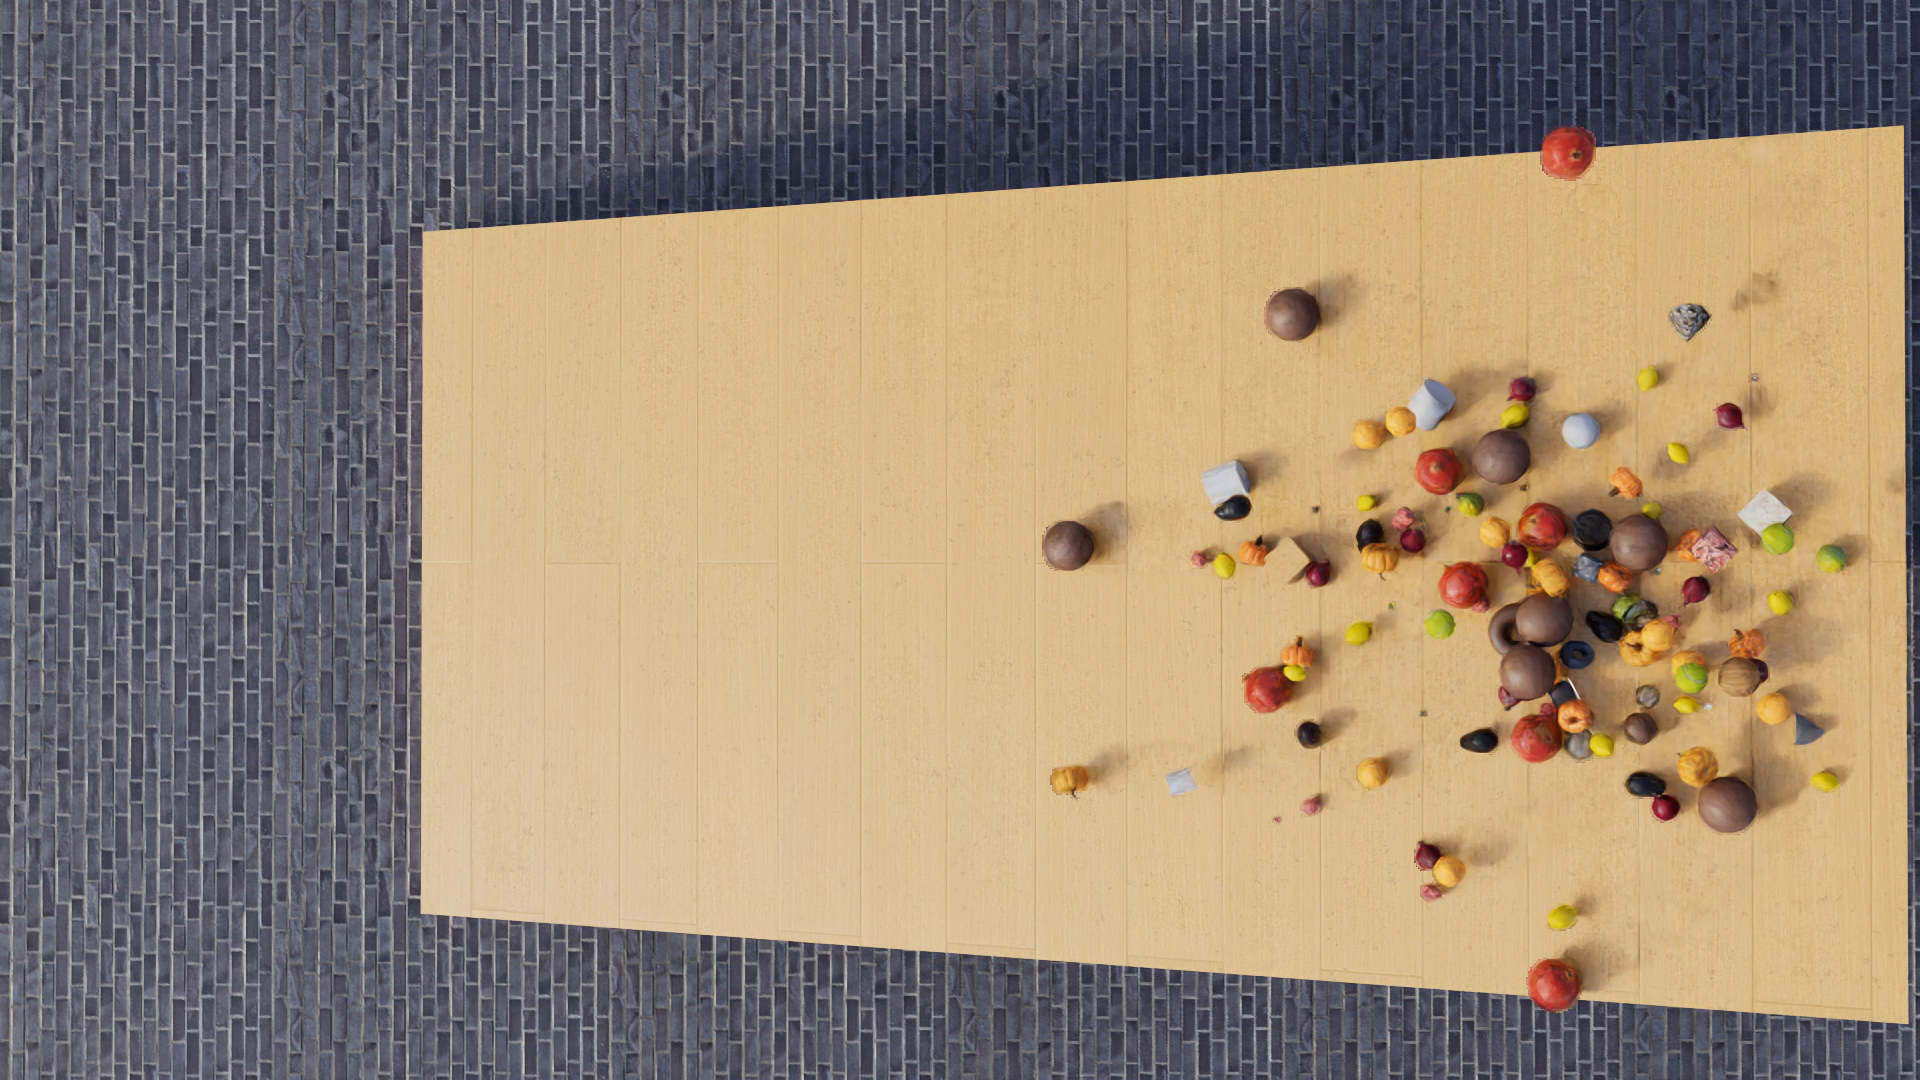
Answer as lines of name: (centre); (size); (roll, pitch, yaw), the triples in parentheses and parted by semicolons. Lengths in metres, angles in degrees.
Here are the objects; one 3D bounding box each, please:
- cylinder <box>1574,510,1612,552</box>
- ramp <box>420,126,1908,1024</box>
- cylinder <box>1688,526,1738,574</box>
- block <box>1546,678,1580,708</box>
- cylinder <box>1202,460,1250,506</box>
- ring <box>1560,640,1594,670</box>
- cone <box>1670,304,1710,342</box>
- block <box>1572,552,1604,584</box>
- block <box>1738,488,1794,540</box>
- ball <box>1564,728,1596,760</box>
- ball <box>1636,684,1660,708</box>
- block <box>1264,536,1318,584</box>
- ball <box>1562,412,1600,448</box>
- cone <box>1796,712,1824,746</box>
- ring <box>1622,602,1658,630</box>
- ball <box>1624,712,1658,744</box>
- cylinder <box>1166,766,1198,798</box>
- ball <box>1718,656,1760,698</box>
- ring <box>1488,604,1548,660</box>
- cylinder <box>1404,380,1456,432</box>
cylinder: (1.469, -0.021, 5.111); (0.083, 0.083, 0.083); (-3, 78, 14)
ramp: (0.283, 0.085, 5.720); (4.000, 0.100, 2.000); (0, 89, 23)
cylinder: (1.698, 0.021, 4.958); (0.077, 0.077, 0.077); (45, 89, 7)
block: (1.414, 0.360, 5.156); (0.052, 0.052, 0.052); (-28, 79, 20)
cylinder: (0.661, -0.142, 5.459); (0.090, 0.090, 0.090); (-21, 89, 21)
ring: (1.442, 0.268, 5.142); (0.077, 0.026, 0.077); (-5, 52, 7)
cone: (1.636, -0.472, 4.942); (0.085, 0.085, 0.085); (20, 53, 0)
block: (1.466, 0.065, 5.136); (0.054, 0.054, 0.054); (24, 99, 21)
block: (1.821, -0.058, 4.972); (0.084, 0.084, 0.084); (45, 105, 17)
ball: (1.445, 0.476, 5.129); (0.075, 0.075, 0.075); (0, 89, 0)
ball: (1.589, 0.361, 5.080); (0.056, 0.056, 0.056); (0, 89, 0)
block: (0.813, 0.049, 5.397); (0.082, 0.082, 0.082); (-45, 74, 16)
ball: (1.450, -0.255, 5.130); (0.085, 0.085, 0.085); (0, 89, 0)
cone: (1.901, 0.416, 4.960); (0.067, 0.067, 0.067); (-17, 55, 0)
ring: (1.564, 0.173, 5.058); (0.083, 0.083, 0.028); (-13, 47, 0)
ball: (1.570, 0.435, 5.076); (0.075, 0.075, 0.075); (0, 89, 0)
cylinder: (0.549, 0.600, 5.447); (0.060, 0.060, 0.060); (-23, 89, 14)
ball: (1.736, 0.306, 4.900); (0.090, 0.090, 0.090); (0, 89, 0)
ring: (1.319, 0.218, 5.202); (0.137, 0.046, 0.137); (-1, 88, 22)
cylinder: (1.122, -0.322, 5.254); (0.087, 0.087, 0.087); (32, 125, 0)
